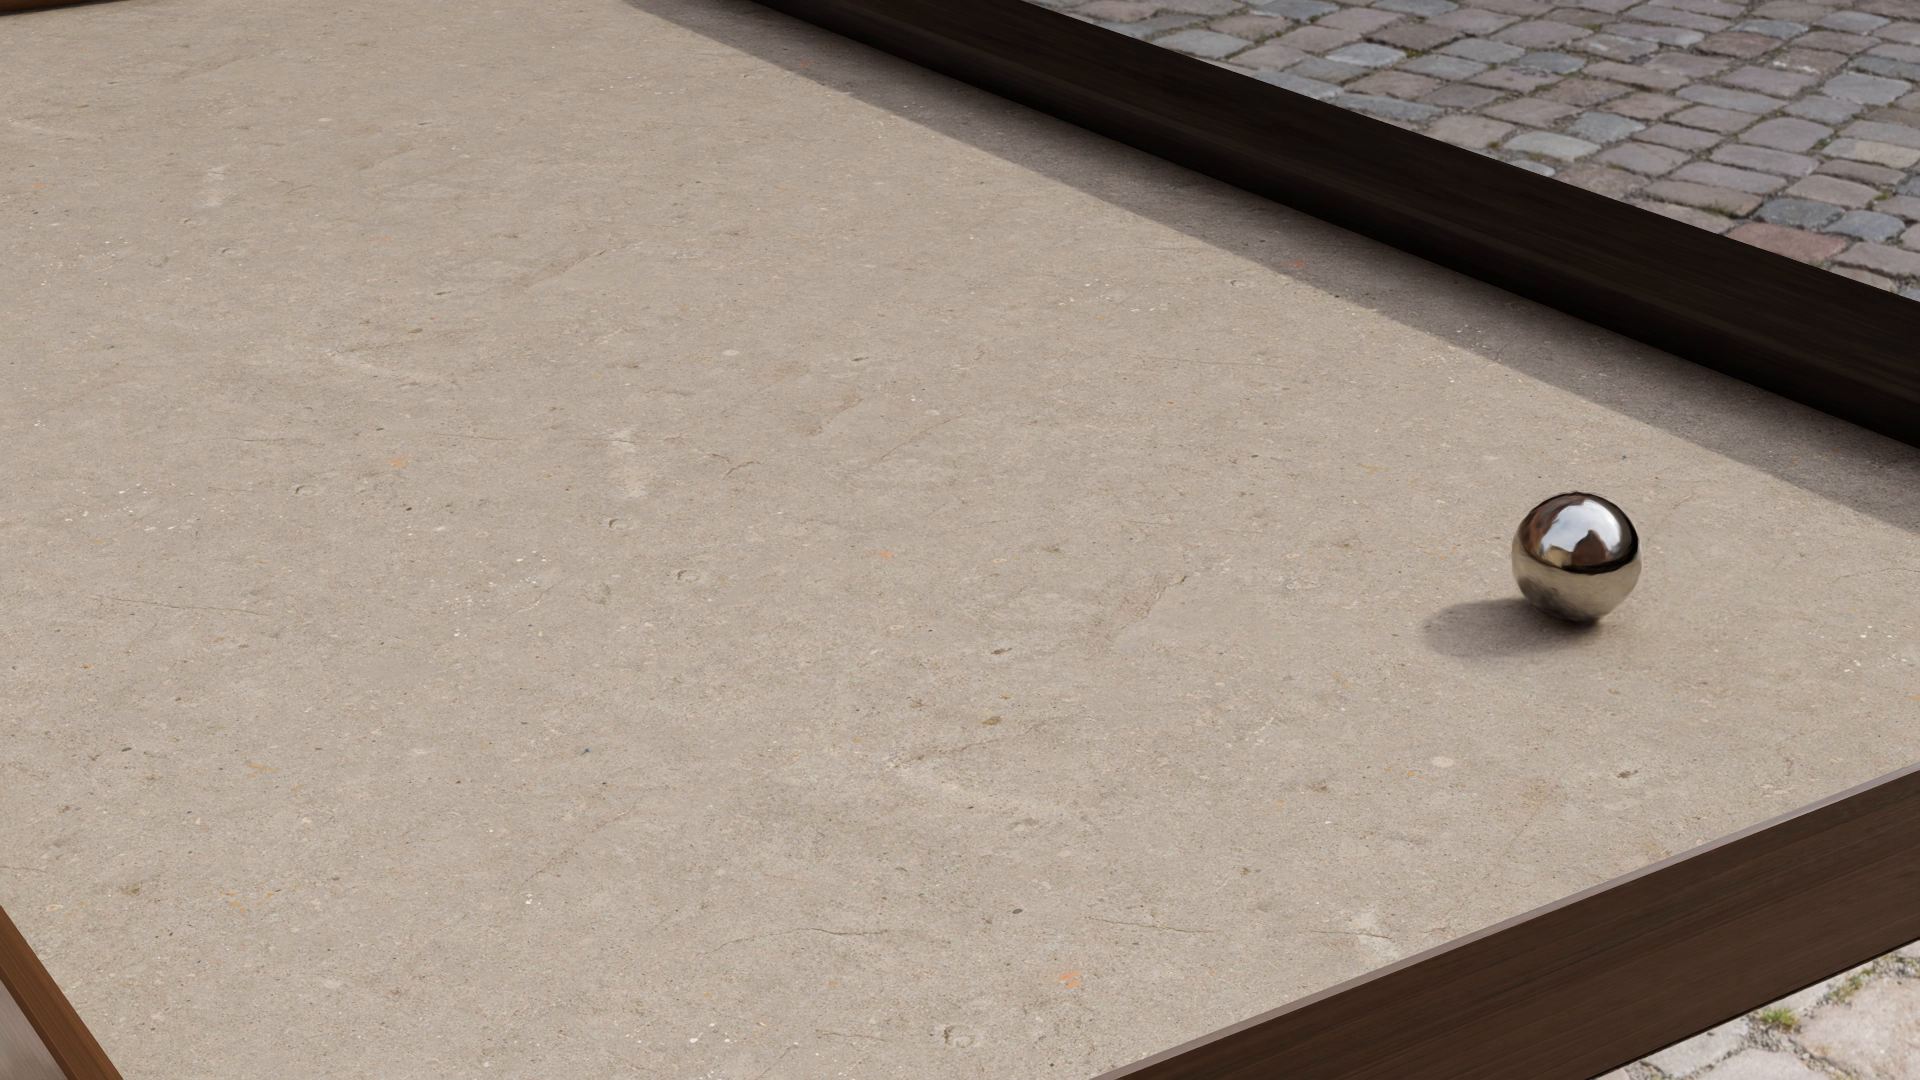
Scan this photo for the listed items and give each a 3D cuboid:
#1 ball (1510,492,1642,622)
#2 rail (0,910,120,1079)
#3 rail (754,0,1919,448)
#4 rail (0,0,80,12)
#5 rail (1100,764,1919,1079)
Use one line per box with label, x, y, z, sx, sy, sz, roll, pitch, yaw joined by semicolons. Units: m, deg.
ball;0.467;0.013;2.229;0.098;0.098;0.098;0;23;0
rail;-1.123;-0.106;2.463;0.045;0.127;3.122;-15;27;-30
rail;0.263;-0.468;3.303;0.045;0.127;3.122;-15;27;-30
rail;-1.276;-0.795;4.061;1.708;0.127;0.045;-15;27;-30
rail;0.417;0.222;1.705;1.708;0.127;0.045;-15;27;-30
